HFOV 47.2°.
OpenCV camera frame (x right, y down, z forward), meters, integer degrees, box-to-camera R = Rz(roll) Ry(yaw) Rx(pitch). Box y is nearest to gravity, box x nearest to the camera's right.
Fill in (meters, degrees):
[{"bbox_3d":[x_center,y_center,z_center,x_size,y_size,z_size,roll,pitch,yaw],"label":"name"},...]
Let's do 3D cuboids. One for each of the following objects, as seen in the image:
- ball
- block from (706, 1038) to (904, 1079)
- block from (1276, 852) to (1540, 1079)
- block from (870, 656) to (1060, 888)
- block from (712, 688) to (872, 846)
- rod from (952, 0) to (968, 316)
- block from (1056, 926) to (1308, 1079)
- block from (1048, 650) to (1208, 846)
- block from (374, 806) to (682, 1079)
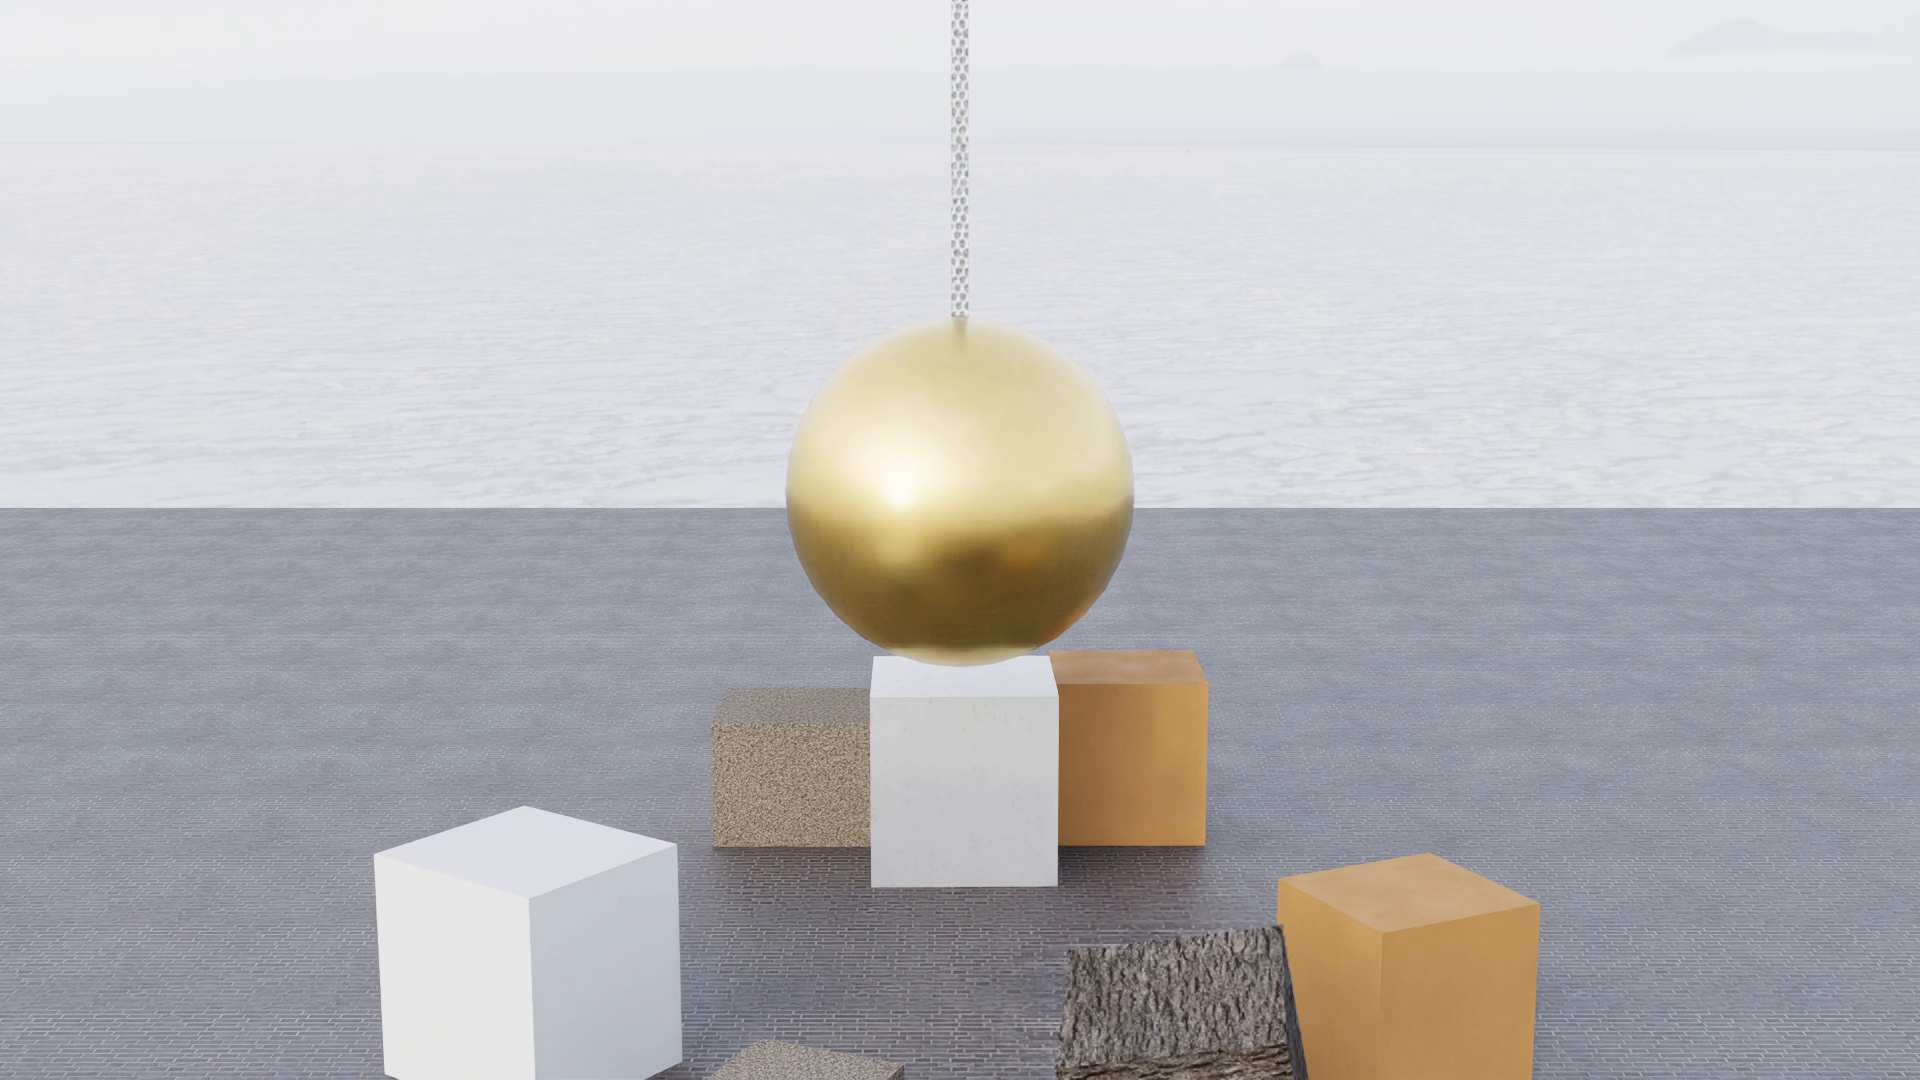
[{"bbox_3d":[0.000,-0.220,10.043,1.600,1.600,1.600,0,10,0],"label":"ball"},{"bbox_3d":[-0.534,1.998,7.072,0.534,0.538,0.545,4,11,23],"label":"block"},{"bbox_3d":[1.683,1.674,8.343,0.715,0.720,0.659,-5,11,-25],"label":"block"},{"bbox_3d":[0.014,1.120,10.802,0.887,0.932,0.830,0,10,-1],"label":"block"},{"bbox_3d":[-0.838,1.163,11.372,0.800,0.642,0.726,0,10,0],"label":"block"},{"bbox_3d":[0.000,-3.620,10.047,0.080,5.200,0.080,0,0,0],"label":"rod"},{"bbox_3d":[0.760,1.783,7.308,0.733,0.638,0.701,-9,20,10],"label":"block"},{"bbox_3d":[0.854,1.063,11.378,0.766,0.838,0.733,0,10,0],"label":"block"},{"bbox_3d":[-1.632,1.594,8.357,0.834,0.874,0.755,7,13,35],"label":"block"}]
